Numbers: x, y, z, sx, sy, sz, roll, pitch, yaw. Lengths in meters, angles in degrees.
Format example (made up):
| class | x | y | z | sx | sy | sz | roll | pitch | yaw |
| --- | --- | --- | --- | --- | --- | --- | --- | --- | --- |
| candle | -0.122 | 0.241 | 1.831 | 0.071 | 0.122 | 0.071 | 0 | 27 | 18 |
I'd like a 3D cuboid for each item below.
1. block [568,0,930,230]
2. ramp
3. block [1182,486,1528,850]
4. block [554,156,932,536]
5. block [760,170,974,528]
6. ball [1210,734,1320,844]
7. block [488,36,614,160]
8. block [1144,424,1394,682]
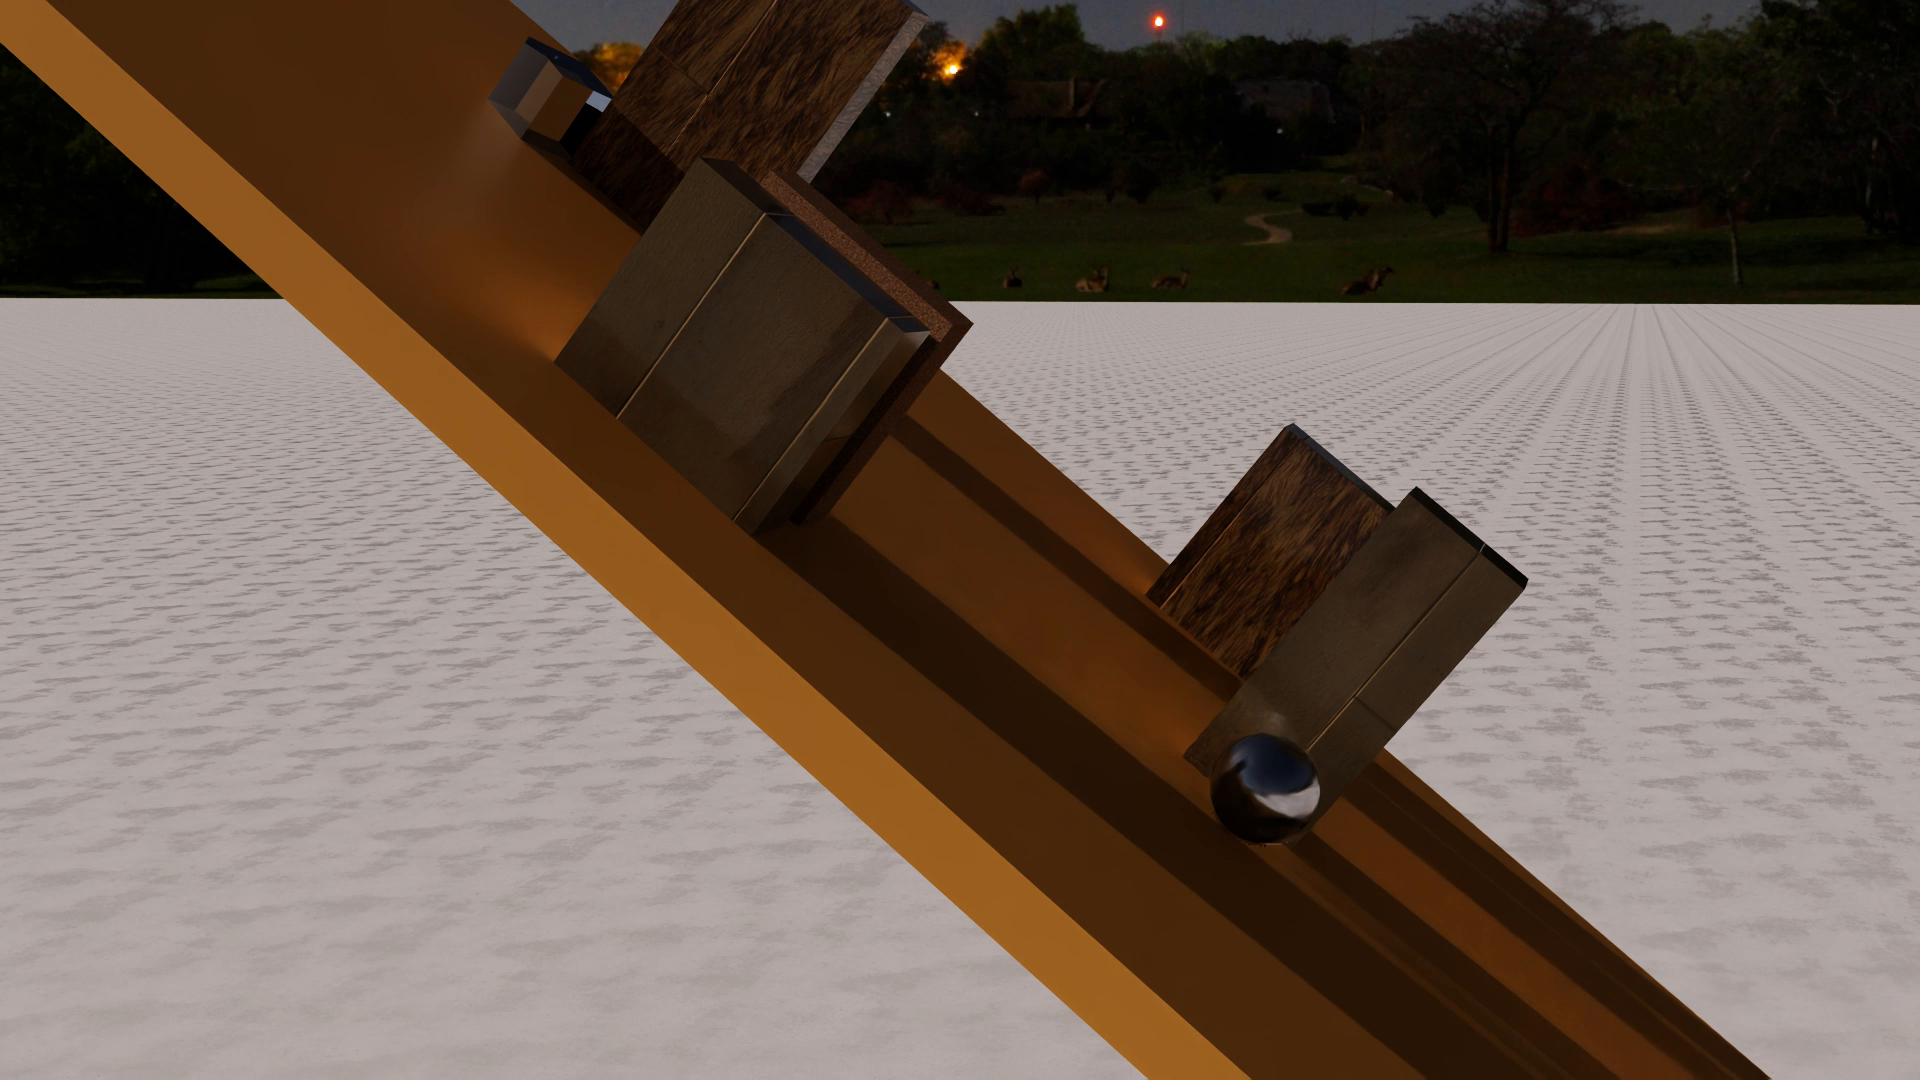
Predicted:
| class | x | y | z | sx | sy | sz | roll | pitch | yaw |
| --- | --- | --- | --- | --- | --- | --- | --- | --- | --- |
| block | -0.425 | -0.890 | 4.364 | 0.403 | 0.674 | 0.103 | 41 | 16 | 9 |
| ramp | -0.015 | 0.065 | 4.047 | 4.000 | 0.100 | 2.000 | 41 | 16 | 9 |
| block | 0.689 | 0.224 | 3.847 | 0.250 | 0.611 | 0.142 | 41 | 16 | 9 |
| block | -0.341 | -0.301 | 3.427 | 0.423 | 0.403 | 0.132 | 41 | 16 | 9 |
| block | -0.266 | -0.312 | 3.587 | 0.392 | 0.421 | 0.114 | 41 | 16 | 9 |
| ball | 0.507 | 0.414 | 3.658 | 0.183 | 0.183 | 0.183 | 0 | 7 | 0 |
| block | -0.821 | -0.887 | 4.438 | 0.154 | 0.154 | 0.154 | 17 | 26 | -52 |
| block | 0.667 | 0.045 | 4.566 | 0.339 | 0.459 | 0.121 | 41 | 16 | 9 |
